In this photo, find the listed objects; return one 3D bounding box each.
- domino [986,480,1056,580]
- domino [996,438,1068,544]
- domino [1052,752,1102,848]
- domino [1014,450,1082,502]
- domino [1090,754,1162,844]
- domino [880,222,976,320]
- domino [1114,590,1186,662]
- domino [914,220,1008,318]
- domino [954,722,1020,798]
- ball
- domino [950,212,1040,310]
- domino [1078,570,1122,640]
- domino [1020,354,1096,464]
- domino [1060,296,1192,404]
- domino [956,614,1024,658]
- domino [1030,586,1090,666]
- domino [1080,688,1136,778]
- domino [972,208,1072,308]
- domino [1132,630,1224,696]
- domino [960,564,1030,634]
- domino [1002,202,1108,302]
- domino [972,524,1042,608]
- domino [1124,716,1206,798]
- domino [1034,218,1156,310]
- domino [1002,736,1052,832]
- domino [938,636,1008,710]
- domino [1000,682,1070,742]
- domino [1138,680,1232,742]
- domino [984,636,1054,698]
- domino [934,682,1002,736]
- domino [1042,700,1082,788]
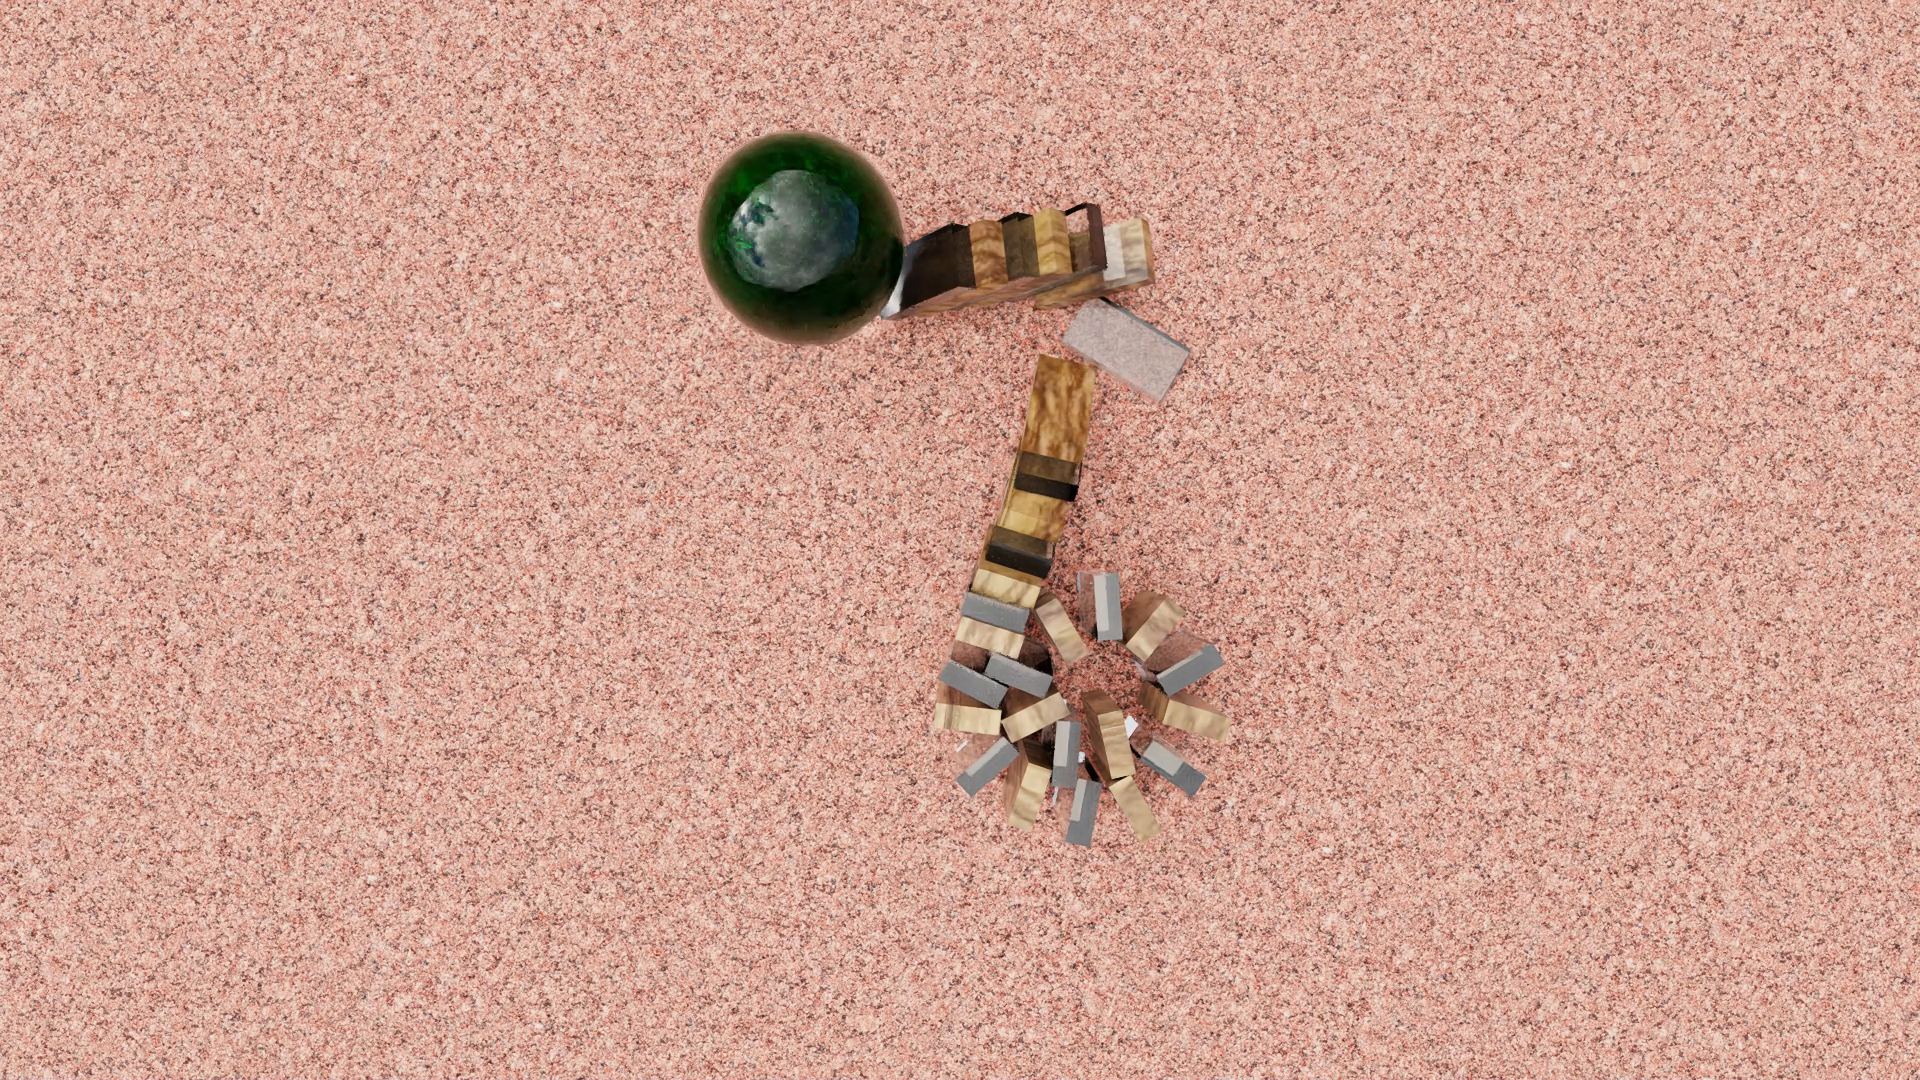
[{"bbox_3d":[0.027,-0.006,0.377,0.025,0.050,0.010,18,124,0],"label":"domino"},{"bbox_3d":[0.032,-0.022,0.378,0.025,0.050,0.010,17,132,0],"label":"domino"},{"bbox_3d":[0.047,0.104,0.375,0.009,0.050,0.025,11,90,0],"label":"domino"},{"bbox_3d":[0.038,-0.039,0.380,0.025,0.009,0.050,13,48,0],"label":"domino"},{"bbox_3d":[0.067,0.103,0.375,0.010,0.050,0.025,-30,90,0],"label":"domino"},{"bbox_3d":[-0.015,-0.110,0.378,0.009,0.050,0.025,-7,90,-42],"label":"domino"},{"bbox_3d":[0.075,0.034,0.375,0.010,0.050,0.025,41,90,0],"label":"domino"},{"bbox_3d":[-0.002,-0.111,0.378,0.009,0.050,0.025,-7,90,-42],"label":"domino"},{"bbox_3d":[0.010,0.087,0.375,0.025,0.050,0.010,-42,90,0],"label":"domino"},{"bbox_3d":[-0.062,-0.117,0.360,0.080,0.080,0.080,0,90,0],"label":"ball"},{"bbox_3d":[0.010,-0.114,0.378,0.009,0.050,0.025,-7,90,-42],"label":"domino"},{"bbox_3d":[0.057,0.026,0.375,0.010,0.050,0.025,-4,90,0],"label":"domino"},{"bbox_3d":[0.041,-0.055,0.380,0.025,0.010,0.050,13,50,0],"label":"domino"},{"bbox_3d":[0.071,-0.083,0.395,0.050,0.010,0.025,31,90,0],"label":"domino"},{"bbox_3d":[0.013,0.033,0.375,0.025,0.050,0.009,18,101,0],"label":"domino"},{"bbox_3d":[0.039,0.034,0.375,0.009,0.050,0.025,-31,92,0],"label":"domino"},{"bbox_3d":[0.060,0.078,0.375,0.009,0.050,0.025,-13,90,0],"label":"domino"},{"bbox_3d":[0.023,-0.115,0.378,0.009,0.050,0.025,-7,90,-42],"label":"domino"},{"bbox_3d":[0.088,0.050,0.375,0.025,0.050,0.010,-30,90,0],"label":"domino"},{"bbox_3d":[0.015,0.023,0.375,0.025,0.050,0.010,18,101,0],"label":"domino"},{"bbox_3d":[0.037,-0.118,0.379,0.010,0.050,0.025,-7,89,-45],"label":"domino"},{"bbox_3d":[0.020,0.010,0.375,0.025,0.050,0.010,18,112,0],"label":"domino"},{"bbox_3d":[0.081,0.087,0.375,0.025,0.050,0.010,35,90,0],"label":"domino"},{"bbox_3d":[0.055,-0.115,0.383,0.050,0.010,0.025,-7,90,30],"label":"domino"},{"bbox_3d":[0.027,0.098,0.375,0.010,0.050,0.025,19,90,0],"label":"domino"},{"bbox_3d":[0.007,0.052,0.375,0.025,0.050,0.010,27,98,0],"label":"domino"},{"bbox_3d":[0.029,0.068,0.375,0.025,0.050,0.010,-27,90,0],"label":"domino"},{"bbox_3d":[0.091,0.069,0.375,0.025,0.050,0.010,17,90,0],"label":"domino"},{"bbox_3d":[0.024,0.049,0.375,0.025,0.050,0.009,22,98,0],"label":"domino"},{"bbox_3d":[0.003,0.068,0.375,0.025,0.050,0.010,7,91,0],"label":"domino"},{"bbox_3d":[0.041,0.082,0.375,0.010,0.050,0.025,5,90,0],"label":"domino"}]
